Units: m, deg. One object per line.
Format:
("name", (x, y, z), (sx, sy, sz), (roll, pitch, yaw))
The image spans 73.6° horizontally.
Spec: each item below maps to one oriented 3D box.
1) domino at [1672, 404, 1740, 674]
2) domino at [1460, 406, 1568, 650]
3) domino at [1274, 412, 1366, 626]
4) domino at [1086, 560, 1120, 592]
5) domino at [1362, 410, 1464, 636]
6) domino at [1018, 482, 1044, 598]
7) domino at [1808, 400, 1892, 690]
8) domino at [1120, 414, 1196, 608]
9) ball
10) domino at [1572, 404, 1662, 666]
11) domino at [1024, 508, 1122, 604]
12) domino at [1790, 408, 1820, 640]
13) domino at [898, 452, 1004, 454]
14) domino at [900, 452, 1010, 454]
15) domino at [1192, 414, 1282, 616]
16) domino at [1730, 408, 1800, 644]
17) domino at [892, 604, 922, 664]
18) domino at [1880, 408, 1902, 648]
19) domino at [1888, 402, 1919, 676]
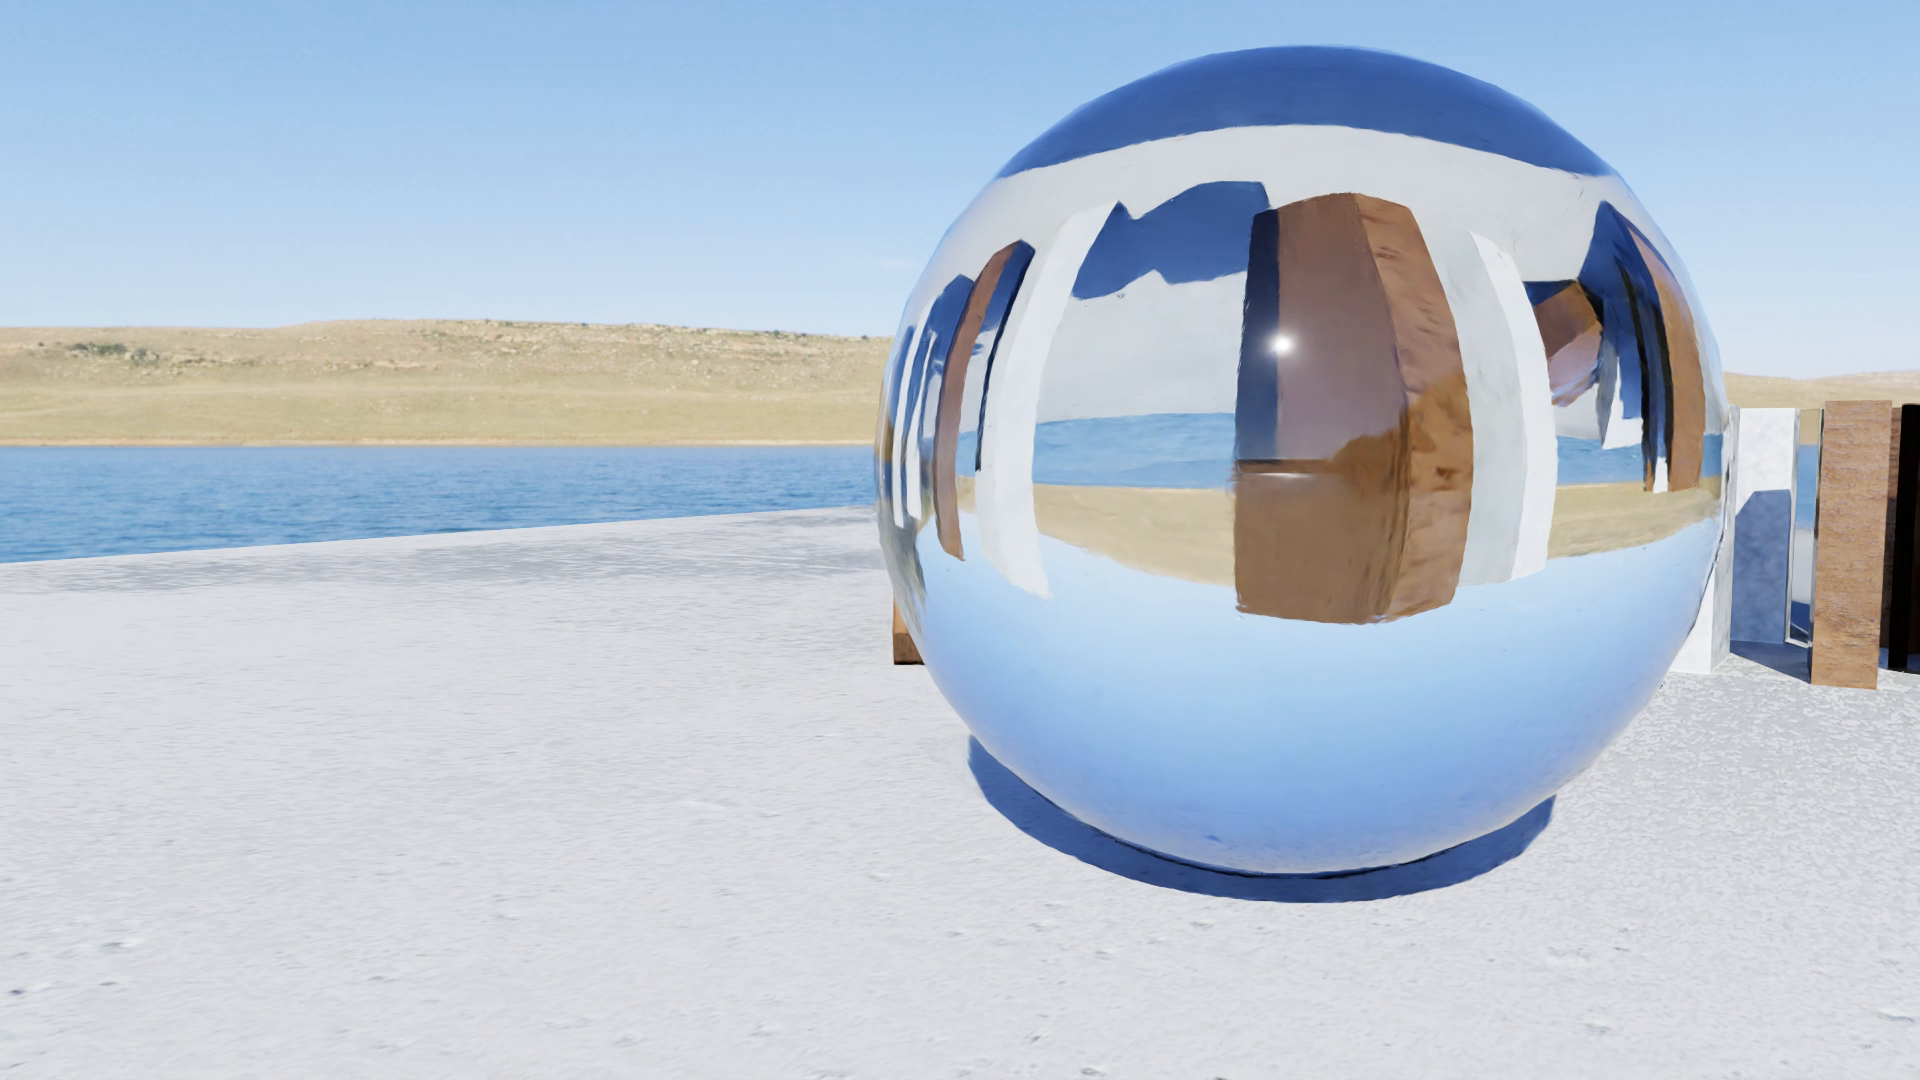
("domino", (0.142, -0.001, 0.248), (0.009, 0.050, 0.025), (3, 5, 38))
("domino", (0.119, -0.003, 0.275), (0.025, 0.050, 0.009), (-3, 6, -39))
("domino", (0.088, -0.006, 0.311), (0.025, 0.050, 0.010), (-4, 6, -43))
("domino", (0.059, 0.009, 0.388), (0.025, 0.009, 0.050), (2, 5, 25))
("domino", (0.104, -0.004, 0.293), (0.025, 0.050, 0.010), (-4, 6, -40))
("domino", (0.007, 0.001, 0.347), (0.025, 0.010, 0.050), (-5, 27, 13))
("domino", (0.161, 0.000, 0.233), (0.009, 0.050, 0.025), (3, 5, 32))
("domino", (0.054, -0.008, 0.343), (0.009, 0.050, 0.025), (3, 5, 38))
("ball", (0.031, -0.007, 0.129), (0.080, 0.080, 0.080), (0, 4, 0))
("domino", (0.134, -0.002, 0.256), (0.025, 0.050, 0.010), (-3, 6, -39))
("domino", (0.028, 0.004, 0.363), (0.025, 0.010, 0.050), (4, 22, 42))
("domino", (0.191, -0.004, 0.285), (0.010, 0.050, 0.025), (1, 4, 17))
("domino", (-0.002, 0.001, 0.290), (0.025, 0.009, 0.050), (0, 46, -1))
("domino", (-0.001, 0.002, 0.276), (0.025, 0.010, 0.050), (0, 46, -1))
("domino", (0.071, -0.007, 0.328), (0.010, 0.050, 0.025), (4, 6, 44))
("domino", (0.168, -0.004, 0.283), (0.025, 0.050, 0.010), (4, 6, 40))
("domino", (0.000, 0.003, 0.262), (0.025, 0.010, 0.050), (0, 46, -1))
("domino", (0.205, -0.002, 0.267), (0.025, 0.050, 0.010), (-1, 4, -16))
("domino", (0.184, 0.000, 0.230), (0.010, 0.050, 0.025), (-2, 5, -23))
